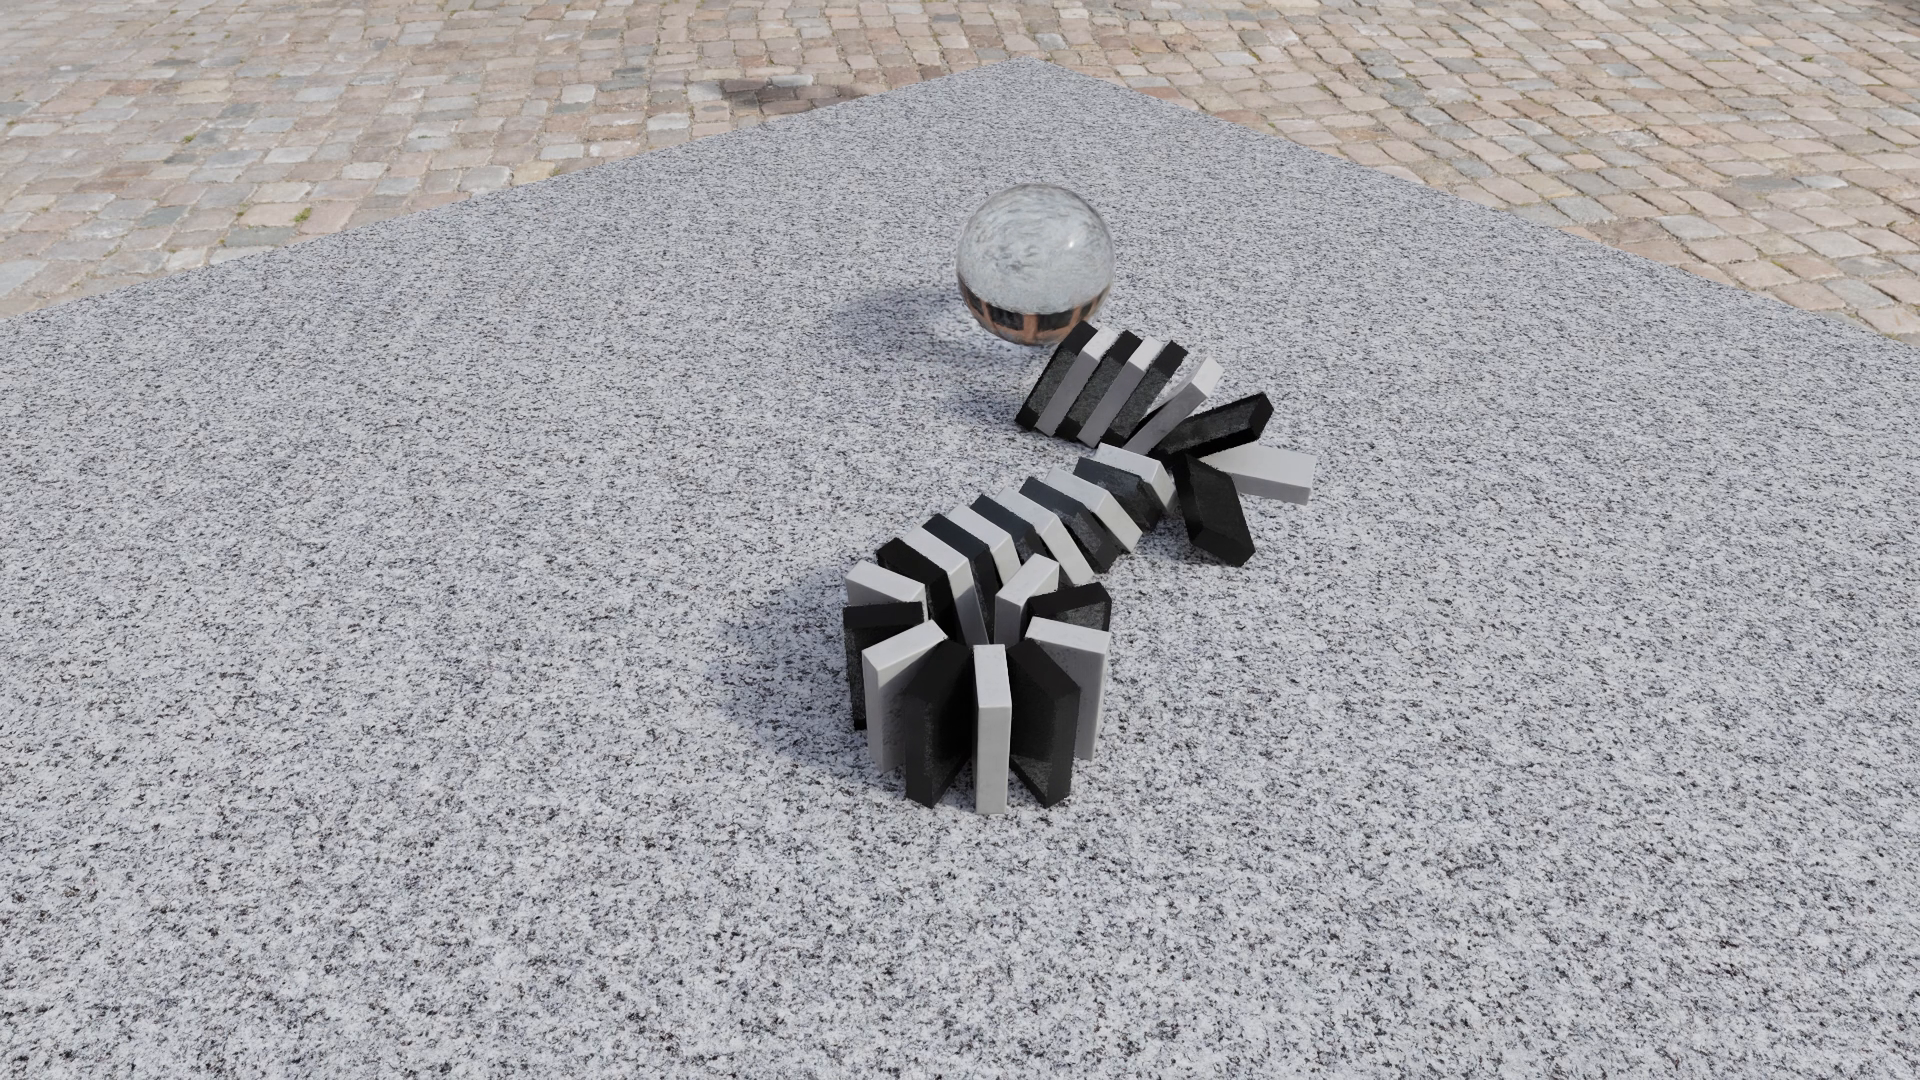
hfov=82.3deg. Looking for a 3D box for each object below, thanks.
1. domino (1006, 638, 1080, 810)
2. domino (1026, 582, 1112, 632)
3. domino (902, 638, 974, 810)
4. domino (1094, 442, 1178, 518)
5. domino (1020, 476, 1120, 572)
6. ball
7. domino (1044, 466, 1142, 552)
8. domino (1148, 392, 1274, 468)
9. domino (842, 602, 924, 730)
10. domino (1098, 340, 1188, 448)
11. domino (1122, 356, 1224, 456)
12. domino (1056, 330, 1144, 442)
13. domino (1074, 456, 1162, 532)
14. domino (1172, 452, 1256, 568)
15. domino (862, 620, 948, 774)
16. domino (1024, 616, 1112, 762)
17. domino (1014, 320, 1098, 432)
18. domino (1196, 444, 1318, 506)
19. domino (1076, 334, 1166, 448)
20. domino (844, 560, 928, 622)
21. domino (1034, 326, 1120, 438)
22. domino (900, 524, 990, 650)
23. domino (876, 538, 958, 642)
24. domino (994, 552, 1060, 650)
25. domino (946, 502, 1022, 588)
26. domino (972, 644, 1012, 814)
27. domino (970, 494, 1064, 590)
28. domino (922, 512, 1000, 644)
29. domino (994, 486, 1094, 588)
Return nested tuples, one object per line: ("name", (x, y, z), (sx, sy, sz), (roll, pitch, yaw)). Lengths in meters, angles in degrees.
("domino", (0.024, 0.057, 0.341), (0.010, 0.050, 0.025), (-22, 44, -25))
("domino", (0.035, 0.038, 0.365), (0.025, 0.050, 0.009), (-12, 41, -14))
("domino", (-0.006, 0.058, 0.341), (0.010, 0.050, 0.025), (20, 44, 22))
("domino", (0.072, -0.024, 0.445), (0.025, 0.050, 0.009), (21, 84, 23))
("domino", (0.042, -0.005, 0.421), (0.025, 0.050, 0.010), (30, 83, 31))
("ball", (0.038, -0.139, 0.557), (0.080, 0.080, 0.080), (0, 39, 0))
("domino", (0.052, -0.011, 0.429), (0.025, 0.050, 0.009), (28, 85, 30))
("domino", (0.109, -0.047, 0.478), (0.050, 0.009, 0.025), (-17, 25, 42))
("domino", (-0.024, 0.042, 0.360), (0.025, 0.050, 0.009), (-4, 43, -4))
("domino", (0.081, -0.063, 0.488), (0.010, 0.050, 0.025), (36, 47, 4))
("domino", (0.093, -0.057, 0.483), (0.010, 0.050, 0.025), (41, 46, -3))
("domino", (0.063, -0.069, 0.496), (0.010, 0.050, 0.025), (36, 47, 4))
("domino", (0.063, -0.018, 0.438), (0.025, 0.050, 0.009), (21, 84, 23))
("domino", (0.103, -0.013, 0.450), (0.025, 0.010, 0.050), (24, 35, -19))
("domino", (-0.017, 0.050, 0.350), (0.025, 0.050, 0.009), (-23, 46, -25))
("domino", (0.033, 0.048, 0.352), (0.025, 0.050, 0.009), (11, 41, 13))
("domino", (0.044, -0.075, 0.503), (0.010, 0.050, 0.025), (36, 47, 4))
("domino", (0.128, -0.031, 0.481), (0.050, 0.010, 0.025), (13, 41, 15))
("domino", (0.072, -0.066, 0.492), (0.009, 0.050, 0.025), (36, 47, 4))
("domino", (-0.023, 0.031, 0.373), (0.025, 0.050, 0.009), (20, 48, 24))
("domino", (0.053, -0.072, 0.499), (0.010, 0.050, 0.025), (36, 47, 4))
("domino", (-0.005, 0.020, 0.387), (0.009, 0.050, 0.025), (-41, 53, -22))
("domino", (-0.014, 0.025, 0.380), (0.010, 0.050, 0.025), (-37, 51, -27))
("domino", (0.022, 0.032, 0.373), (0.009, 0.050, 0.025), (22, 44, 25))
("domino", (0.011, 0.010, 0.398), (0.025, 0.050, 0.010), (34, 68, 34))
("domino", (0.009, 0.059, 0.339), (0.009, 0.050, 0.025), (-2, 39, -3))
("domino", (0.021, 0.005, 0.405), (0.025, 0.050, 0.009), (34, 75, 34))
("domino", (0.002, 0.015, 0.392), (0.009, 0.050, 0.025), (-41, 53, -22))
("domino", (0.031, 0.000, 0.413), (0.025, 0.050, 0.009), (33, 80, 33))
